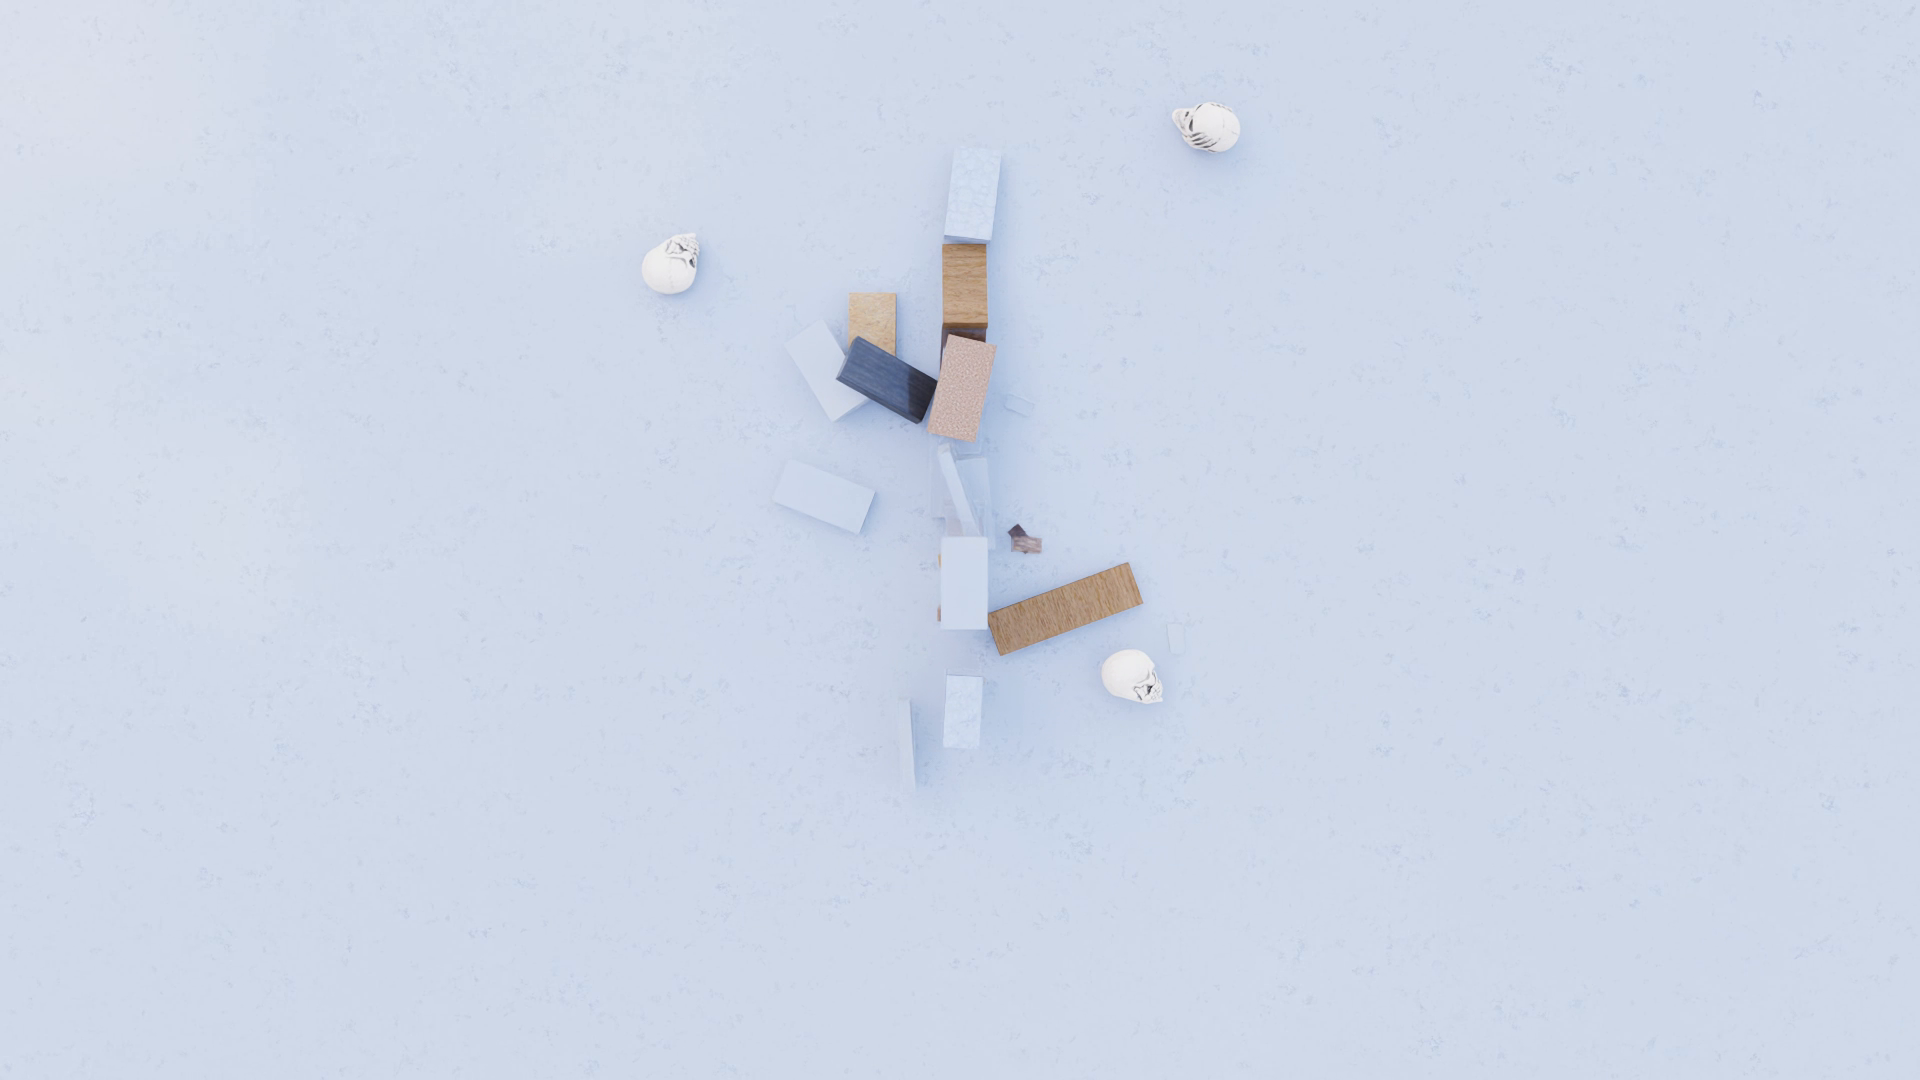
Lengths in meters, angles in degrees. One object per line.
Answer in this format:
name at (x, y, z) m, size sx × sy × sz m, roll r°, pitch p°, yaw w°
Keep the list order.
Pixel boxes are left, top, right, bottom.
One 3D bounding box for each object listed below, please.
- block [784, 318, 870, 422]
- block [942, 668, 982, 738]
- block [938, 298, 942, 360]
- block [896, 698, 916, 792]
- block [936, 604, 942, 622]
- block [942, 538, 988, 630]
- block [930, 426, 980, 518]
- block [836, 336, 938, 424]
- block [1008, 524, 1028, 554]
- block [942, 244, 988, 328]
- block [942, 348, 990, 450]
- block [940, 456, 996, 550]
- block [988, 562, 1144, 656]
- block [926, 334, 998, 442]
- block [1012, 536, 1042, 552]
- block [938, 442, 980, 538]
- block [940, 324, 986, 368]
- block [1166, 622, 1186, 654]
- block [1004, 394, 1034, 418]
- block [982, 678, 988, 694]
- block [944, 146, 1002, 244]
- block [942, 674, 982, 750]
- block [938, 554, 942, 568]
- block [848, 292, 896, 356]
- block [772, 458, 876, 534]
block at (-0.434, -0.559, 5.447) m, size 0.154 × 0.044 × 0.308 m, roll -33°, pitch 83°, yaw 10°
block at (0.006, 0.522, 5.263) m, size 0.111 × 0.031 × 0.221 m, roll 3°, pitch 90°, yaw 0°
block at (0.008, -0.741, 5.479) m, size 0.146 × 0.041 × 0.292 m, roll 2°, pitch 90°, yaw 0°
block at (-0.175, 0.671, 5.427) m, size 0.041 × 0.145 × 0.291 m, roll -4°, pitch 90°, yaw 0°
block at (0.000, 0.240, 5.355) m, size 0.144 × 0.289 × 0.041 m, roll 3°, pitch 90°, yaw 0°
block at (0.014, 0.136, 5.190) m, size 0.144 × 0.041 × 0.289 m, roll 0°, pitch 90°, yaw 0°
block at (-0.016, -0.236, 5.436) m, size 0.161 × 0.046 × 0.322 m, roll 1°, pitch 105°, yaw 0°
block at (-0.238, -0.523, 5.407) m, size 0.311 × 0.044 × 0.156 m, roll 28°, pitch 69°, yaw -17°
block at (0.205, -0.004, 5.493) m, size 0.047 × 0.013 × 0.094 m, roll -39°, pitch 90°, yaw 0°
block at (0.016, -0.834, 5.417) m, size 0.146 × 0.041 × 0.293 m, roll -1°, pitch 70°, yaw -1°
block at (0.010, -0.463, 5.425) m, size 0.161 × 0.046 × 0.322 m, roll 6°, pitch 104°, yaw 0°
block at (0.025, -0.117, 5.422) m, size 0.154 × 0.044 × 0.308 m, roll -6°, pitch 105°, yaw 2°
block at (0.345, 0.229, 5.469) m, size 0.505 × 0.041 × 0.145 m, roll -20°, pitch 90°, yaw -2°
block at (0.006, -0.489, 5.345) m, size 0.161 × 0.046 × 0.322 m, roll 13°, pitch 93°, yaw -1°
block at (0.225, 0.013, 5.480) m, size 0.094 × 0.013 × 0.047 m, roll 6°, pitch 90°, yaw 0°
block at (-0.005, -0.160, 5.313) m, size 0.041 × 0.145 × 0.291 m, roll -18°, pitch 104°, yaw 5°
block at (0.007, -0.564, 5.445) m, size 0.146 × 0.041 × 0.292 m, roll 3°, pitch 104°, yaw 0°
block at (0.720, 0.328, 5.493) m, size 0.050 × 0.014 × 0.101 m, roll -8°, pitch 90°, yaw 0°
block at (0.198, -0.449, 5.493) m, size 0.095 × 0.013 × 0.047 m, roll 23°, pitch 90°, yaw 0°
block at (0.035, 0.486, 5.389) m, size 0.111 × 0.221 × 0.031 m, roll -11°, pitch 90°, yaw 0°
block at (0.043, -1.141, 5.453) m, size 0.156 × 0.044 × 0.311 m, roll 7°, pitch 80°, yaw 0°
block at (0.009, 0.522, 5.013) m, size 0.109 × 0.031 × 0.219 m, roll 3°, pitch 90°, yaw 0°
block at (0.004, 0.061, 5.356) m, size 0.144 × 0.289 × 0.041 m, roll -5°, pitch 90°, yaw 0°
block at (-0.291, -0.663, 5.478) m, size 0.156 × 0.044 × 0.311 m, roll 0°, pitch 90°, yaw 0°
block at (-0.451, -0.146, 5.478) m, size 0.308 × 0.044 × 0.154 m, roll 21°, pitch 90°, yaw 0°
